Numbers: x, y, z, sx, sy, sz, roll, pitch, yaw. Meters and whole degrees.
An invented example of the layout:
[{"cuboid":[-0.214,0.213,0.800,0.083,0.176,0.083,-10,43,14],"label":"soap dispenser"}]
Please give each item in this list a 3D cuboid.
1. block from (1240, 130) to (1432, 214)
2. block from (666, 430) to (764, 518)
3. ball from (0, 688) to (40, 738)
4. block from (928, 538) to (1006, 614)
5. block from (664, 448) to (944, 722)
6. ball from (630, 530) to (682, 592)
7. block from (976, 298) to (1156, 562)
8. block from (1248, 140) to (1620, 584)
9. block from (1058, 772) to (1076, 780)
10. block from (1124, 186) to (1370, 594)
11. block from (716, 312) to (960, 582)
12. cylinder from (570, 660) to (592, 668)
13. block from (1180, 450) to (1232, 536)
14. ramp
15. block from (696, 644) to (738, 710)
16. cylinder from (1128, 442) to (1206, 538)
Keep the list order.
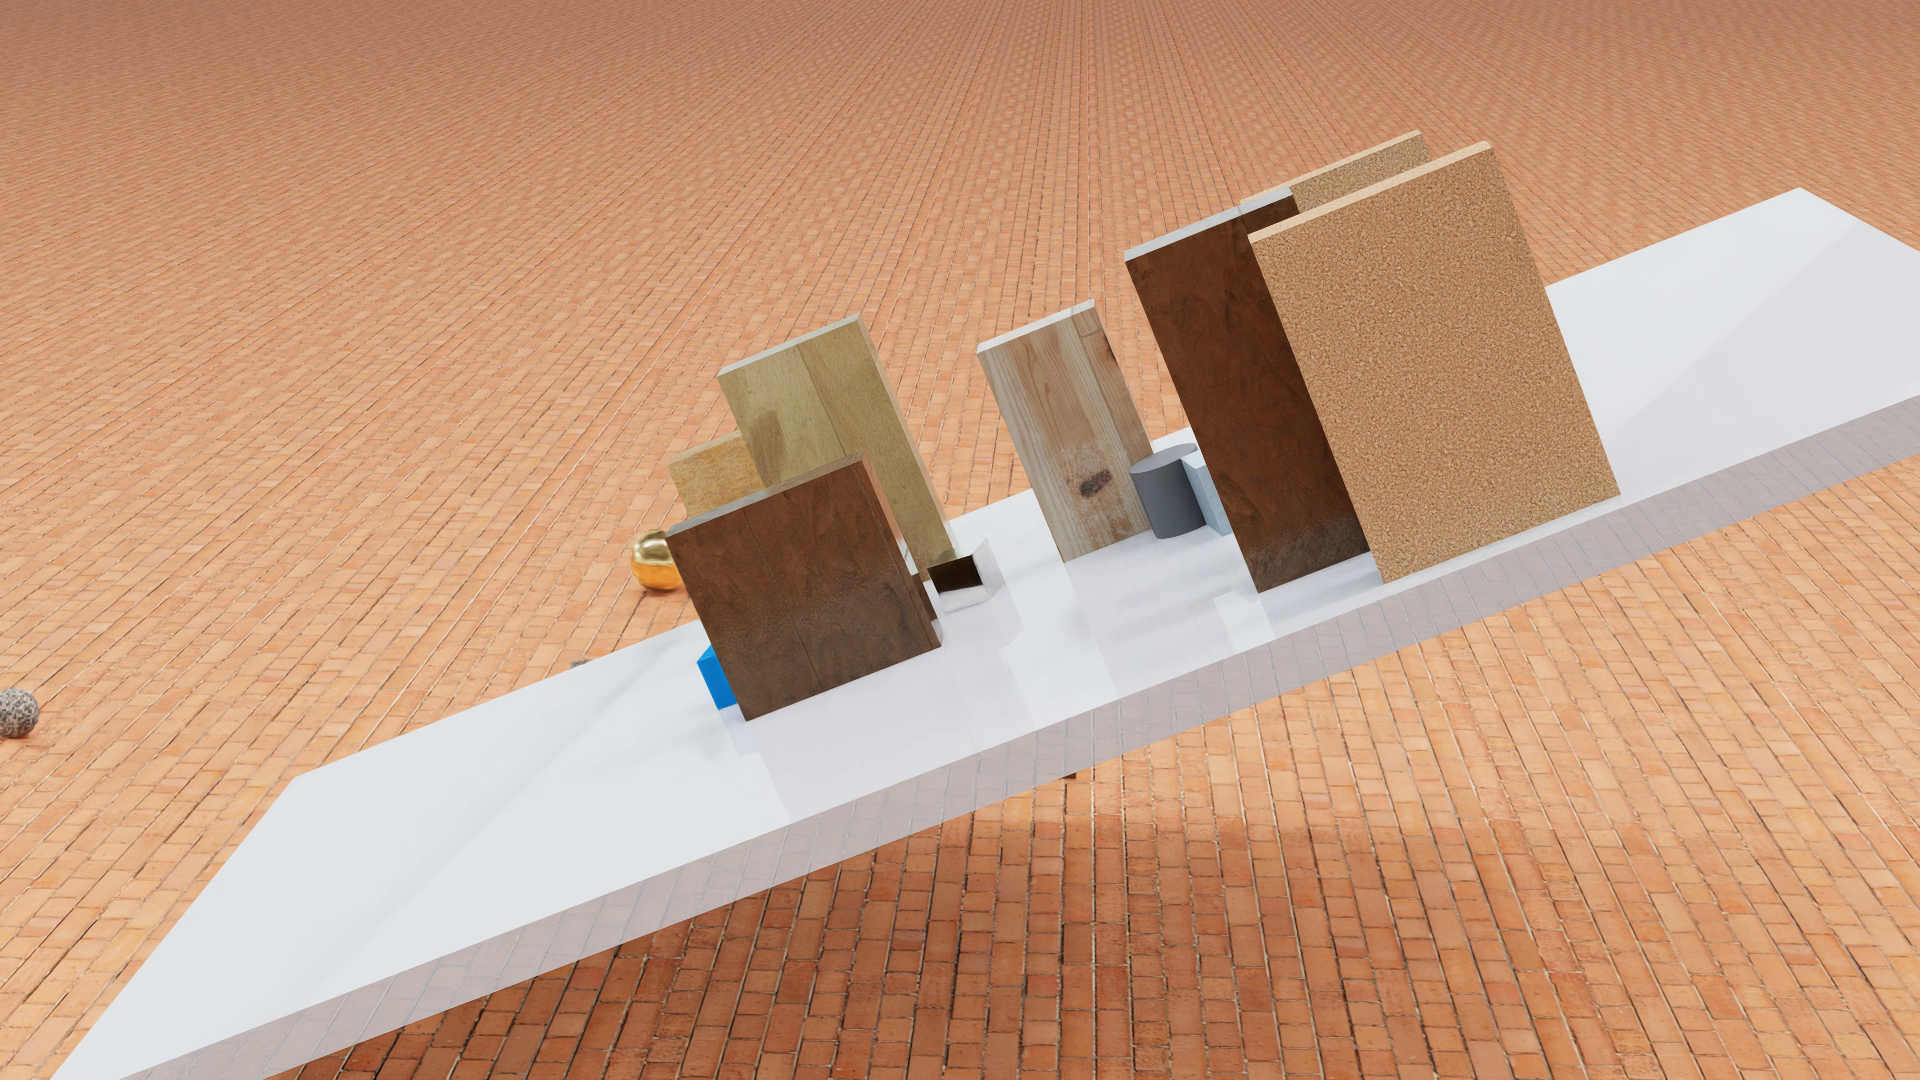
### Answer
[{"cuboid":[0.897,-0.537,6.328,0.406,0.572,0.081,-21,12,7],"label":"block"},{"cuboid":[-0.466,-0.059,7.102,0.329,0.426,0.109,-21,12,7],"label":"block"},{"cuboid":[-2.613,0.476,8.122,0.136,0.136,0.136,0,14,0],"label":"ball"},{"cuboid":[0.014,0.077,6.402,0.109,0.109,0.109,-17,13,25],"label":"block"},{"cuboid":[-0.324,0.096,6.172,0.446,0.430,0.110,-21,12,7],"label":"block"},{"cuboid":[-0.976,0.068,9.612,0.202,0.202,0.202,0,14,0],"label":"ball"},{"cuboid":[0.257,-0.236,6.378,0.272,0.498,0.111,-21,12,7],"label":"block"},{"cuboid":[0.845,-0.313,5.242,0.447,0.665,0.106,-21,12,7],"label":"block"},{"cuboid":[0.254,0.563,7.823,0.115,0.115,0.115,1,14,4],"label":"block"},{"cuboid":[0.588,-0.281,5.529,0.330,0.682,0.130,-21,12,7],"label":"block"},{"cuboid":[-0.271,-0.166,6.751,0.345,0.619,0.109,-21,12,7],"label":"block"},{"cuboid":[-0.994,0.427,8.220,0.185,0.185,0.185,-1,14,-4],"label":"cylinder"},{"cuboid":[0.573,-0.120,6.125,0.154,0.154,0.154,-24,12,-3],"label":"block"},{"cuboid":[0.126,0.173,6.289,4.000,0.100,2.000,-21,12,7],"label":"ramp"},{"cuboid":[-0.484,0.281,6.417,0.117,0.117,0.117,-19,13,17],"label":"block"},{"cuboid":[0.460,-0.105,6.267,0.154,0.154,0.154,-22,12,5],"label":"cylinder"}]
